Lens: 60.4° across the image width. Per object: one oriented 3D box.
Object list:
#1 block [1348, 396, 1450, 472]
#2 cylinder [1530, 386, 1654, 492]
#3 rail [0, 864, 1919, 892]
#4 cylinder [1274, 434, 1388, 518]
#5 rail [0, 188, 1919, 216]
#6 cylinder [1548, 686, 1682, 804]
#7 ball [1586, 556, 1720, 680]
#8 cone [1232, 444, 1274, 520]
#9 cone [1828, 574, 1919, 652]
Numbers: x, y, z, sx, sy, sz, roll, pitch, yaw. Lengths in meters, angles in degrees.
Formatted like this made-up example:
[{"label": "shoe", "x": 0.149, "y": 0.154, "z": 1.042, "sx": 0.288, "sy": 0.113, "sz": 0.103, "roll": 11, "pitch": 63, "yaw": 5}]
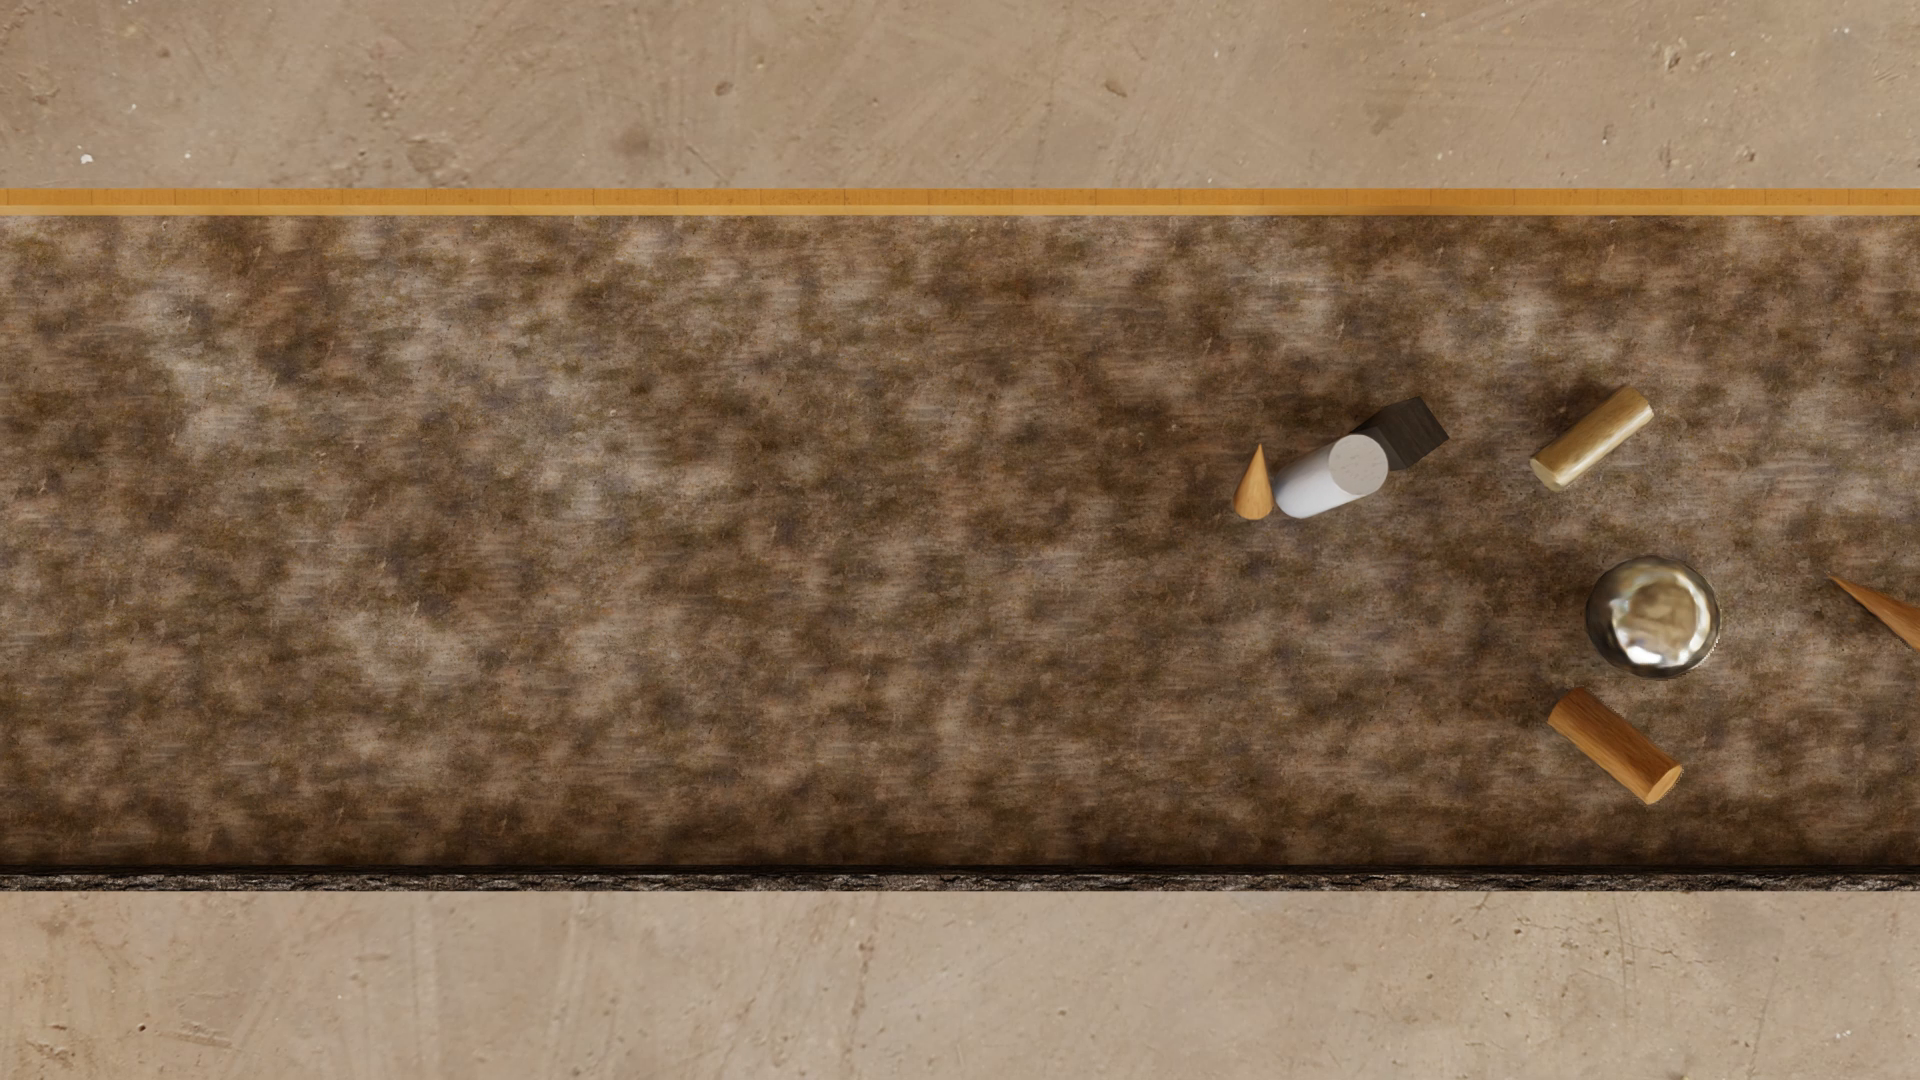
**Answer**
[{"label": "block", "x": 1.295, "y": -0.308, "z": 4.893, "sx": 0.149, "sy": 0.366, "sz": 0.149, "roll": -36, "pitch": 90, "yaw": 0}, {"label": "cylinder", "x": 1.917, "y": -0.307, "z": 5.012, "sx": 0.360, "sy": 0.129, "sz": 0.129, "roll": -38, "pitch": 90, "yaw": 0}, {"label": "rail", "x": -2.247, "y": 1.025, "z": 5.001, "sx": 12.000, "sy": 0.150, "sz": 0.050, "roll": 0, "pitch": 90, "yaw": 0}, {"label": "cylinder", "x": 1.079, "y": -0.181, "z": 4.836, "sx": 0.175, "sy": 0.455, "sz": 0.175, "roll": 1, "pitch": 83, "yaw": -9}, {"label": "rail", "x": -2.247, "y": -1.025, "z": 5.002, "sx": 12.000, "sy": 0.150, "sz": 0.050, "roll": 0, "pitch": 90, "yaw": 0}, {"label": "cylinder", "x": 1.944, "y": 0.609, "z": 4.907, "sx": 0.147, "sy": 0.147, "sz": 0.365, "roll": -45, "pitch": 54, "yaw": 0}, {"label": "ball", "x": 2.052, "y": 0.229, "z": 4.893, "sx": 0.367, "sy": 0.367, "sz": 0.367, "roll": 0, "pitch": 90, "yaw": 0}, {"label": "cone", "x": 0.877, "y": -0.199, "z": 4.873, "sx": 0.126, "sy": 0.390, "sz": 0.126, "roll": -3, "pitch": 66, "yaw": 6}, {"label": "cone", "x": 2.809, "y": 0.197, "z": 5.045, "sx": 0.357, "sy": 0.125, "sz": 0.125, "roll": 33, "pitch": 90, "yaw": 10}]
